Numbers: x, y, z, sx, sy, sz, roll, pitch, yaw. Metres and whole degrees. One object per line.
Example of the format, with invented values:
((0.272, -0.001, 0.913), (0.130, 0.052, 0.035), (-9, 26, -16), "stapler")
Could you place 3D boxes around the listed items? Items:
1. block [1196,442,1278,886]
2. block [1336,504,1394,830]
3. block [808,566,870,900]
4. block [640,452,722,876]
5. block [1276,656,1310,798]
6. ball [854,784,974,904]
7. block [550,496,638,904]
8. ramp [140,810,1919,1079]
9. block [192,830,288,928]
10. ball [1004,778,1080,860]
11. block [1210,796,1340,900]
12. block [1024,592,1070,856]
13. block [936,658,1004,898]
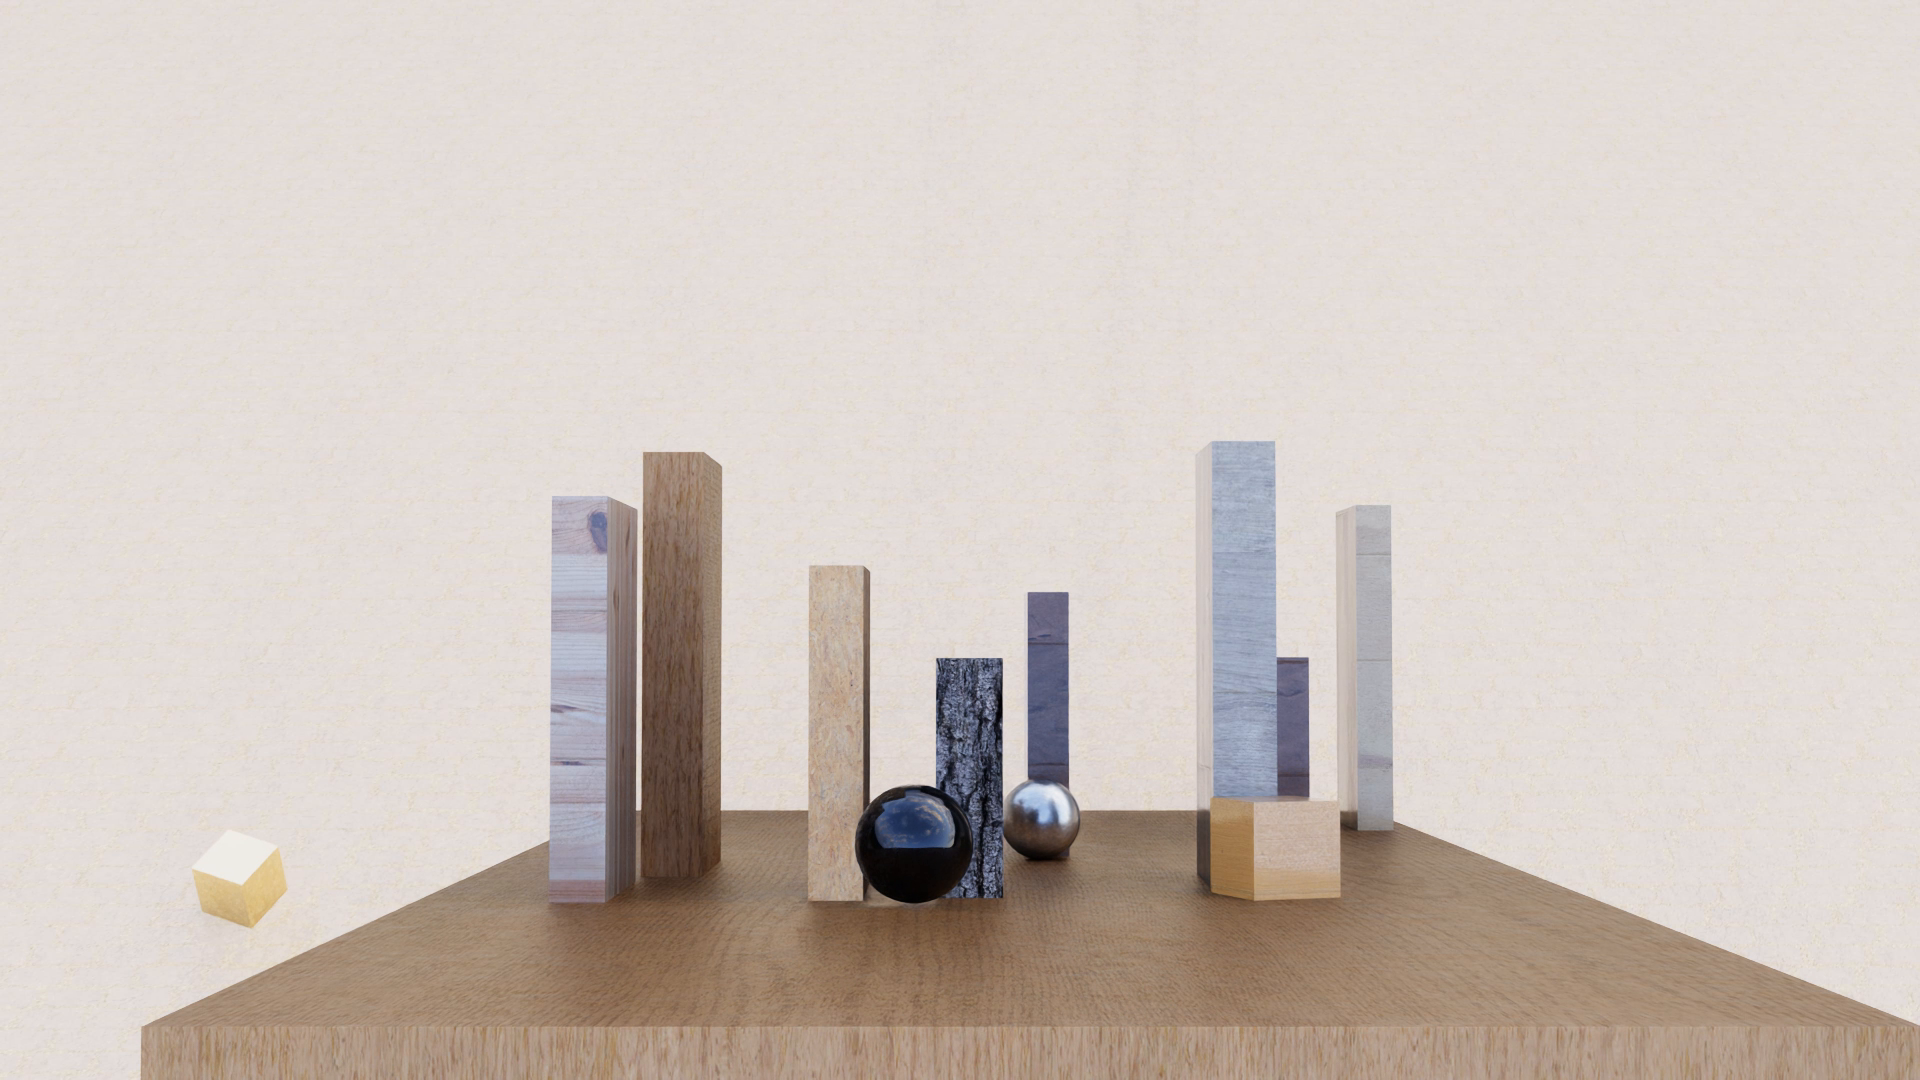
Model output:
((0.506, 0.228, 4.782), (0.114, 0.796, 0.327), (0, -2, 0), "block")
((0.979, 0.308, 6.307), (0.084, 0.768, 0.328), (0, -2, 0), "block")
((-0.211, 0.334, 4.586), (0.093, 0.568, 0.349), (0, -2, 0), "block")
((-0.540, 0.240, 5.071), (0.115, 0.797, 0.378), (0, -2, 0), "block")
((0.723, 0.471, 5.928), (0.100, 0.409, 0.344), (0, -2, 0), "block")
((-0.077, 0.508, 4.355), (0.200, 0.200, 0.200), (0, 37, 0), "ball")
((-0.642, 0.276, 4.579), (0.094, 0.683, 0.414), (0, -2, 0), "block")
((0.081, 0.682, 4.916), (2.000, 0.100, 4.000), (0, -2, 0), "ramp")
((-1.856, 0.874, 6.707), (0.156, 0.156, 0.156), (15, 39, 19), "block")
((0.163, 0.565, 5.276), (0.164, 0.164, 0.164), (0, 37, 0), "ball")
((0.546, 0.532, 4.510), (0.165, 0.165, 0.165), (1, -3, -21), "block")
((0.182, 0.385, 5.507), (0.086, 0.544, 0.283), (0, -2, 0), "block")
((0.016, 0.414, 4.606), (0.115, 0.409, 0.306), (0, -2, 0), "block")
